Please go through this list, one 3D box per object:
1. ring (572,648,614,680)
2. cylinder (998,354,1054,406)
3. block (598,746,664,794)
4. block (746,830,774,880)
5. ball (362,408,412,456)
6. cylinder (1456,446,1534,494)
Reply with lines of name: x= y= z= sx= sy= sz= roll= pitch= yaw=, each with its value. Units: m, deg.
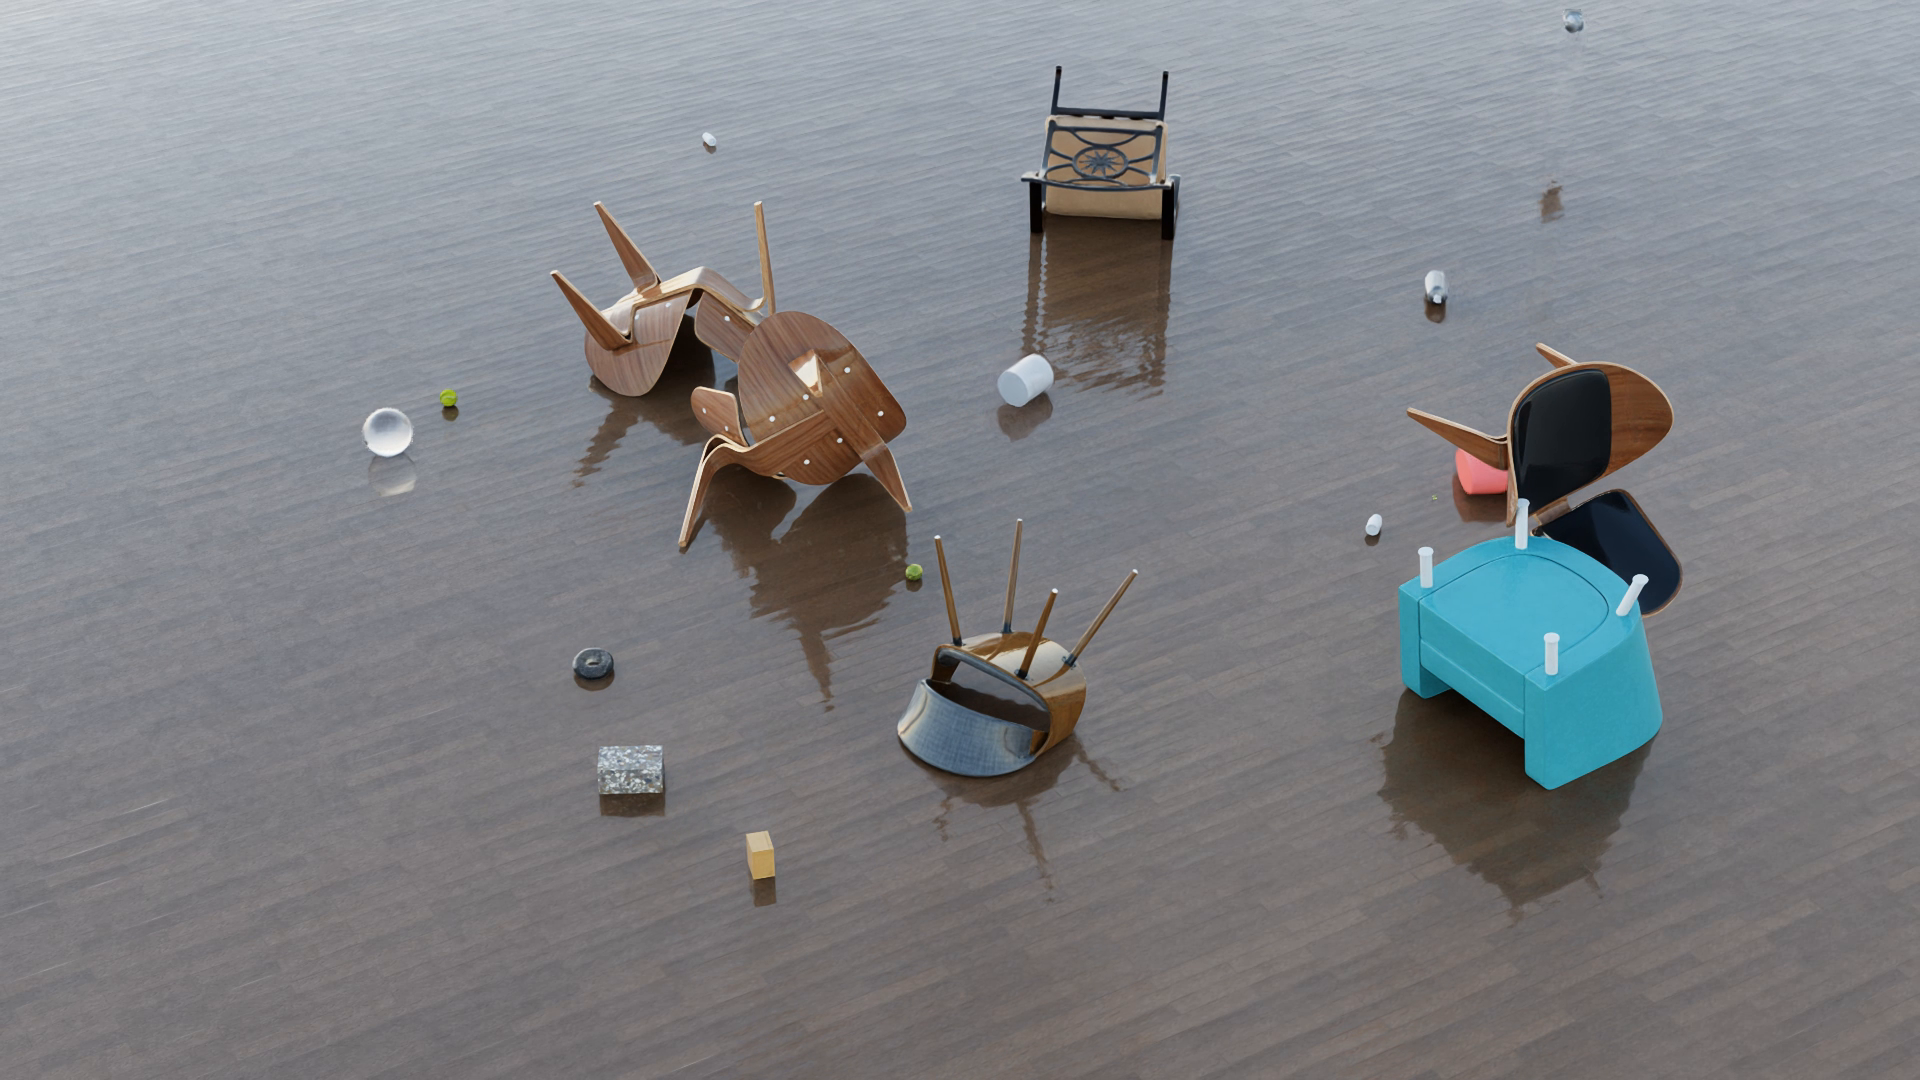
ring: x=-1.282 y=0.433 z=10.244 sx=0.144 sy=0.049 sz=0.159 roll=-8 pitch=35 yaw=-10
cylinder: x=0.264 y=-0.642 z=11.778 sx=0.150 sy=0.155 sz=0.175 roll=4 pitch=28 yaw=41
block: x=-1.088 y=0.760 z=9.702 sx=0.209 sy=0.099 sz=0.127 roll=-1 pitch=33 yaw=-2
block: x=-0.634 y=1.002 z=9.323 sx=0.069 sy=0.111 sz=0.094 roll=-8 pitch=34 yaw=-13
ball: x=-2.227 y=-0.418 z=11.408 sx=0.188 sy=0.188 sz=0.188 roll=0 pitch=33 yaw=0
cylinder: x=2.050 y=-0.270 z=11.237 sx=0.241 sy=0.129 sz=0.252 roll=-3 pitch=35 yaw=-5
